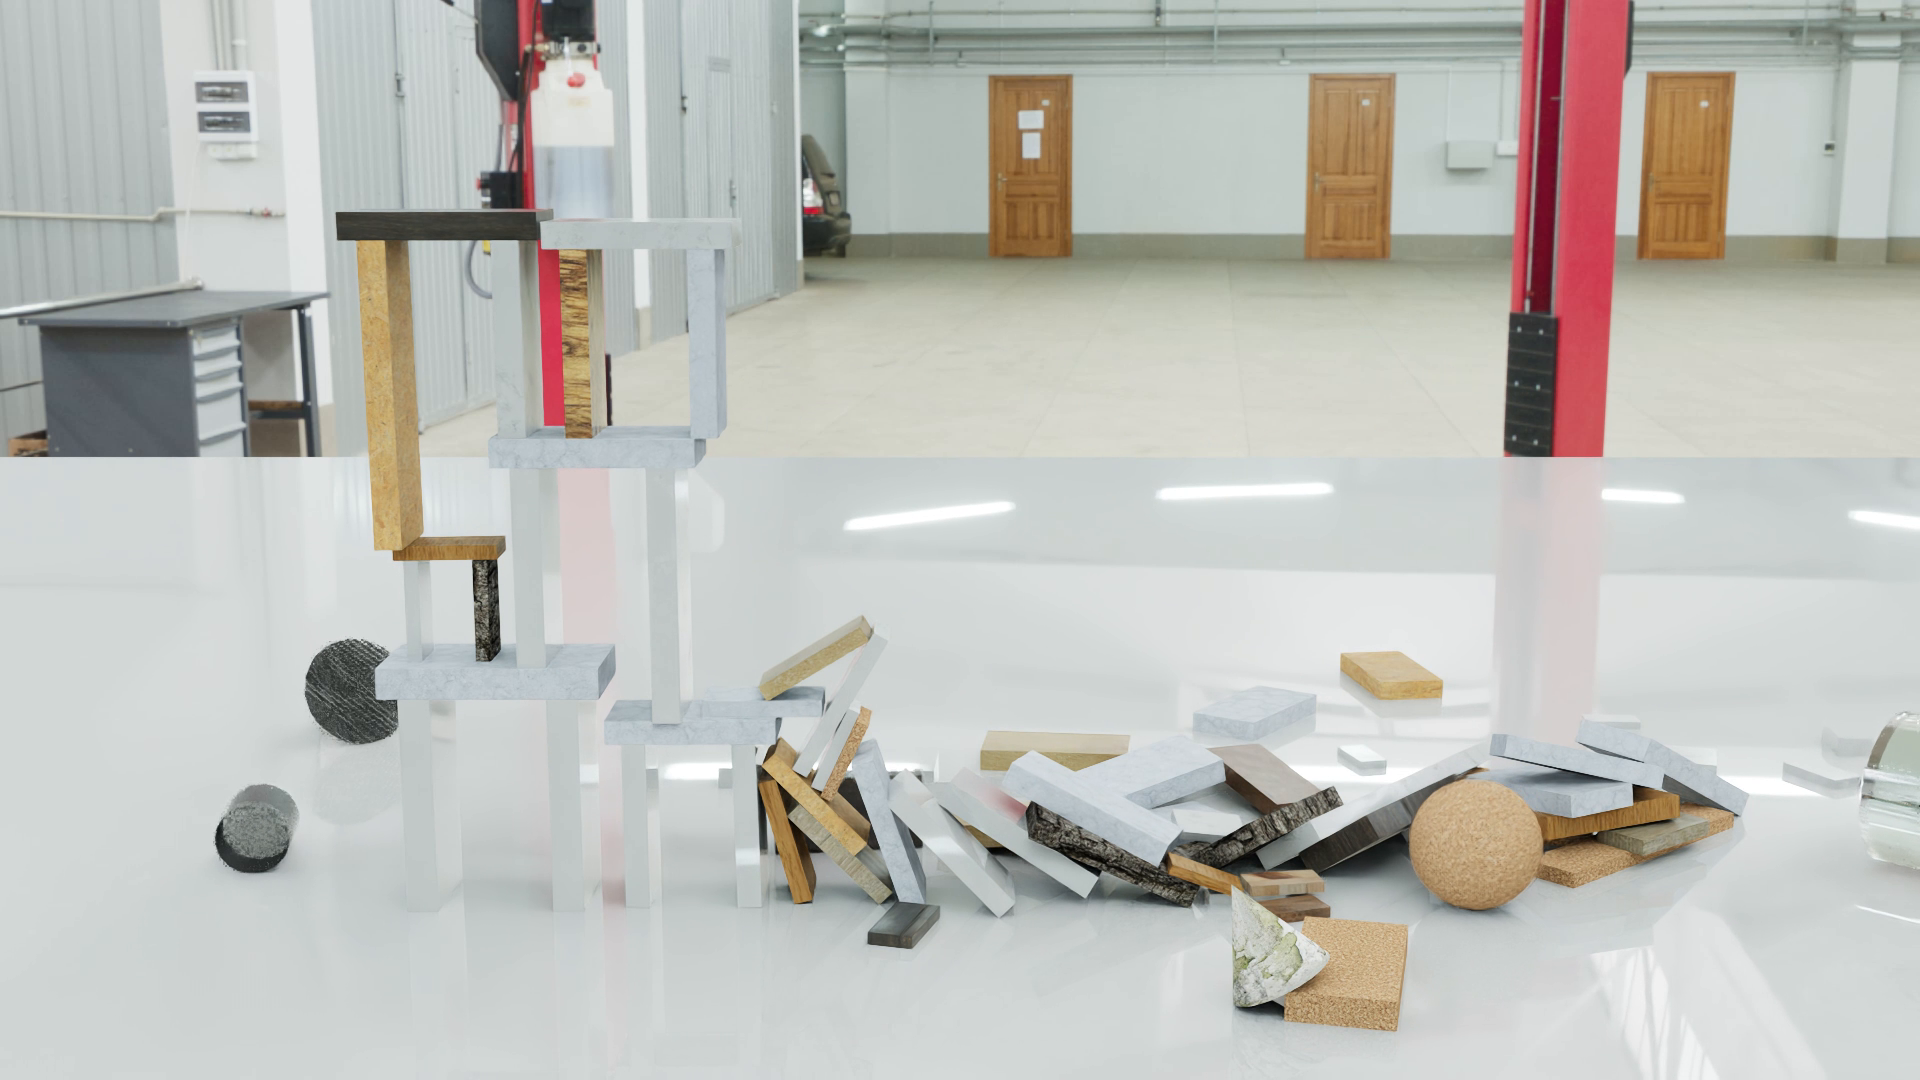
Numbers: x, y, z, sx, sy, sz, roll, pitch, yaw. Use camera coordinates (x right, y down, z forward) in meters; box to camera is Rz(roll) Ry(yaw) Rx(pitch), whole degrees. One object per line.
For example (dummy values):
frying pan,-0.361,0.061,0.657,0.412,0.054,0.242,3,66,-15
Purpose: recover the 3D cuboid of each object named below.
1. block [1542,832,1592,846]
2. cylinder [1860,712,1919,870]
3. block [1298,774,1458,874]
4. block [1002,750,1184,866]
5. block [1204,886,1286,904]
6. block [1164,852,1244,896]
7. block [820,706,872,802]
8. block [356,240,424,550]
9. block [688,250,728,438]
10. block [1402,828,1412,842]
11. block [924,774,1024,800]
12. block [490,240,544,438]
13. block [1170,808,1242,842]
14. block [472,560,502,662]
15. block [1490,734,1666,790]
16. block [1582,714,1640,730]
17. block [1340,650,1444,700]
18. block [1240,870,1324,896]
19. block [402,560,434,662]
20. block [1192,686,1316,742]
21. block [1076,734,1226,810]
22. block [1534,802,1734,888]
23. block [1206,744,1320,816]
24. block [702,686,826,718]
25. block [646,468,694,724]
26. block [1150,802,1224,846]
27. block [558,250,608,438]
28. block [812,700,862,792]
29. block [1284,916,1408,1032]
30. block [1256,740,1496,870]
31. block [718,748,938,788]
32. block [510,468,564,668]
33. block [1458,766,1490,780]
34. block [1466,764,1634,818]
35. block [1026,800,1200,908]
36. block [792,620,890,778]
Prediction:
block,1.103,0.514,4.003,0.095,0.027,0.191,3,11,17
cylinder,1.715,0.445,3.729,0.263,0.263,0.263,-10,14,-42
block,0.739,0.494,3.829,0.316,0.045,0.158,-12,-20,-49
block,0.224,0.448,3.690,0.292,0.041,0.146,27,10,13
block,0.473,0.585,3.648,0.126,0.018,0.063,0,11,-1
block,0.401,0.551,3.615,0.125,0.018,0.063,20,10,-5
block,-0.186,0.350,3.603,0.021,0.146,0.073,25,16,-5
block,-0.910,-0.237,3.520,0.044,0.487,0.154,-1,11,-1
block,-0.401,-0.318,3.500,0.042,0.295,0.148,0,11,0
block,0.861,0.497,3.947,0.136,0.019,0.068,-23,-13,-36
block,-0.063,0.472,4.061,0.342,0.044,0.155,-4,-6,-21
block,-0.704,-0.325,3.504,0.044,0.309,0.154,0,11,0
block,0.441,0.509,3.903,0.125,0.018,0.063,7,31,-12
block,-0.771,0.108,3.583,0.024,0.167,0.083,0,11,0
block,1.091,0.392,3.901,0.275,0.039,0.138,12,-4,4
block,1.393,0.389,4.707,0.113,0.016,0.057,1,11,5
block,0.991,0.310,5.063,0.144,0.041,0.288,-2,11,-8
block,0.533,0.568,3.641,0.126,0.018,0.063,-2,11,-10
block,-0.882,0.107,3.583,0.024,0.167,0.083,0,11,0
block,0.637,0.371,4.735,0.144,0.041,0.288,8,13,35
block,0.319,0.452,4.088,0.310,0.044,0.155,-17,20,-20
block,1.190,0.535,3.889,0.505,0.027,0.095,-9,14,-40
block,0.579,0.456,4.159,0.123,0.035,0.246,-2,21,-27
block,-0.320,0.265,3.610,0.193,0.027,0.097,0,11,0
block,-0.471,0.076,3.571,0.046,0.415,0.162,0,11,0
block,0.361,0.520,3.950,0.246,0.035,0.123,-6,12,-31
block,-0.599,-0.318,3.500,0.042,0.295,0.148,0,11,0
block,-0.203,0.335,3.612,0.021,0.146,0.073,25,9,-5
block,0.578,0.641,3.271,0.158,0.045,0.316,3,11,14
block,0.766,0.475,3.992,0.650,0.037,0.131,-12,-20,-49
block,-0.255,0.449,4.313,0.418,0.041,0.146,1,11,3
block,-0.685,0.032,3.563,0.046,0.323,0.162,0,11,0
block,0.942,0.463,4.150,0.113,0.016,0.057,-27,1,-9
block,1.044,0.444,3.908,0.138,0.039,0.275,-7,5,-26
block,0.252,0.513,3.656,0.290,0.041,0.145,24,9,-5
block,-0.194,0.259,3.606,0.027,0.265,0.097,30,9,-5
